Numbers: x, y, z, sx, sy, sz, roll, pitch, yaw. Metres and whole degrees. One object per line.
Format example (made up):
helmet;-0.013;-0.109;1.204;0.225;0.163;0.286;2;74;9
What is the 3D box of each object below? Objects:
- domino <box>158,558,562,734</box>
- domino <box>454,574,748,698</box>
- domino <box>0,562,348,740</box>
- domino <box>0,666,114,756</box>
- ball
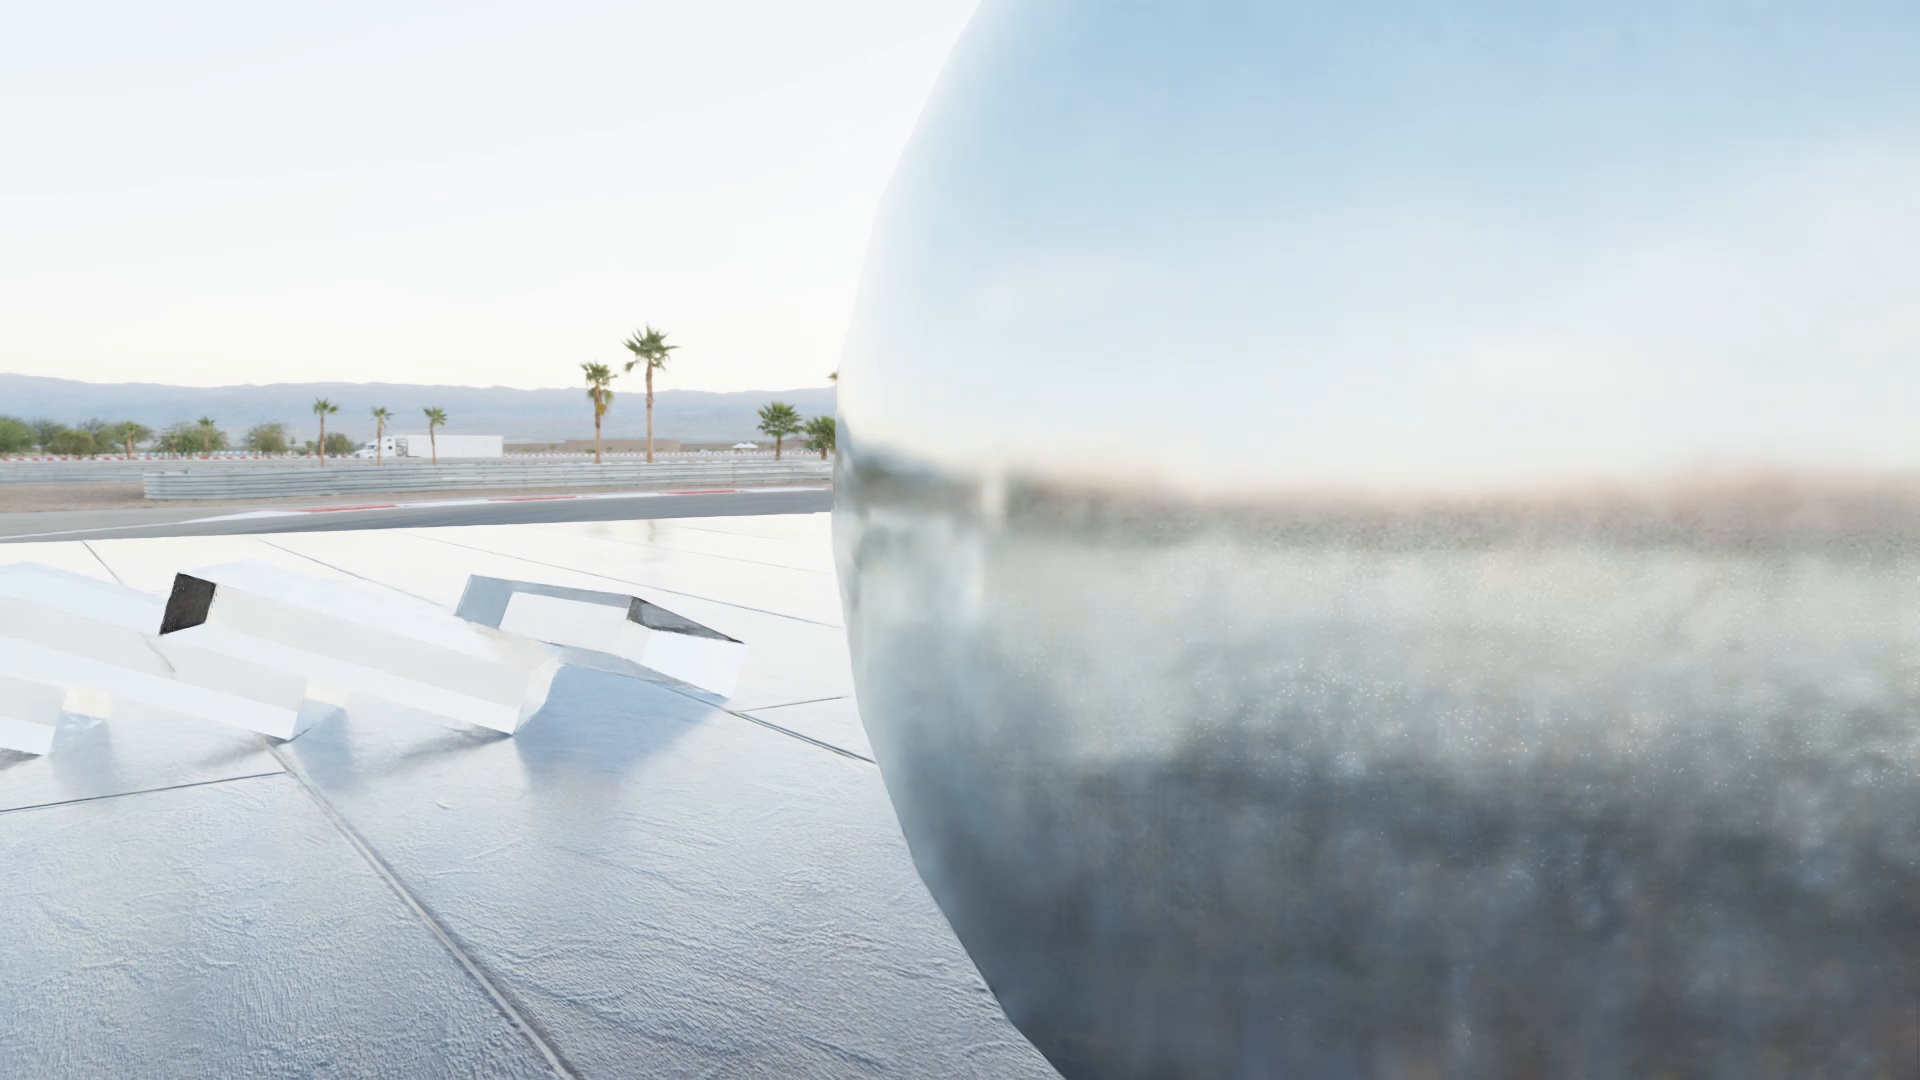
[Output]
domino;-0.089;0.016;0.195;0.050;0.010;0.025;17;1;-8
domino;-0.063;0.016;0.223;0.050;0.009;0.025;4;-19;41
domino;-0.120;0.016;0.191;0.050;0.009;0.025;17;1;-10
domino;-0.150;0.017;0.179;0.050;0.010;0.025;17;-1;-19
ball;0.034;-0.002;0.064;0.080;0.080;0.080;0;4;0
